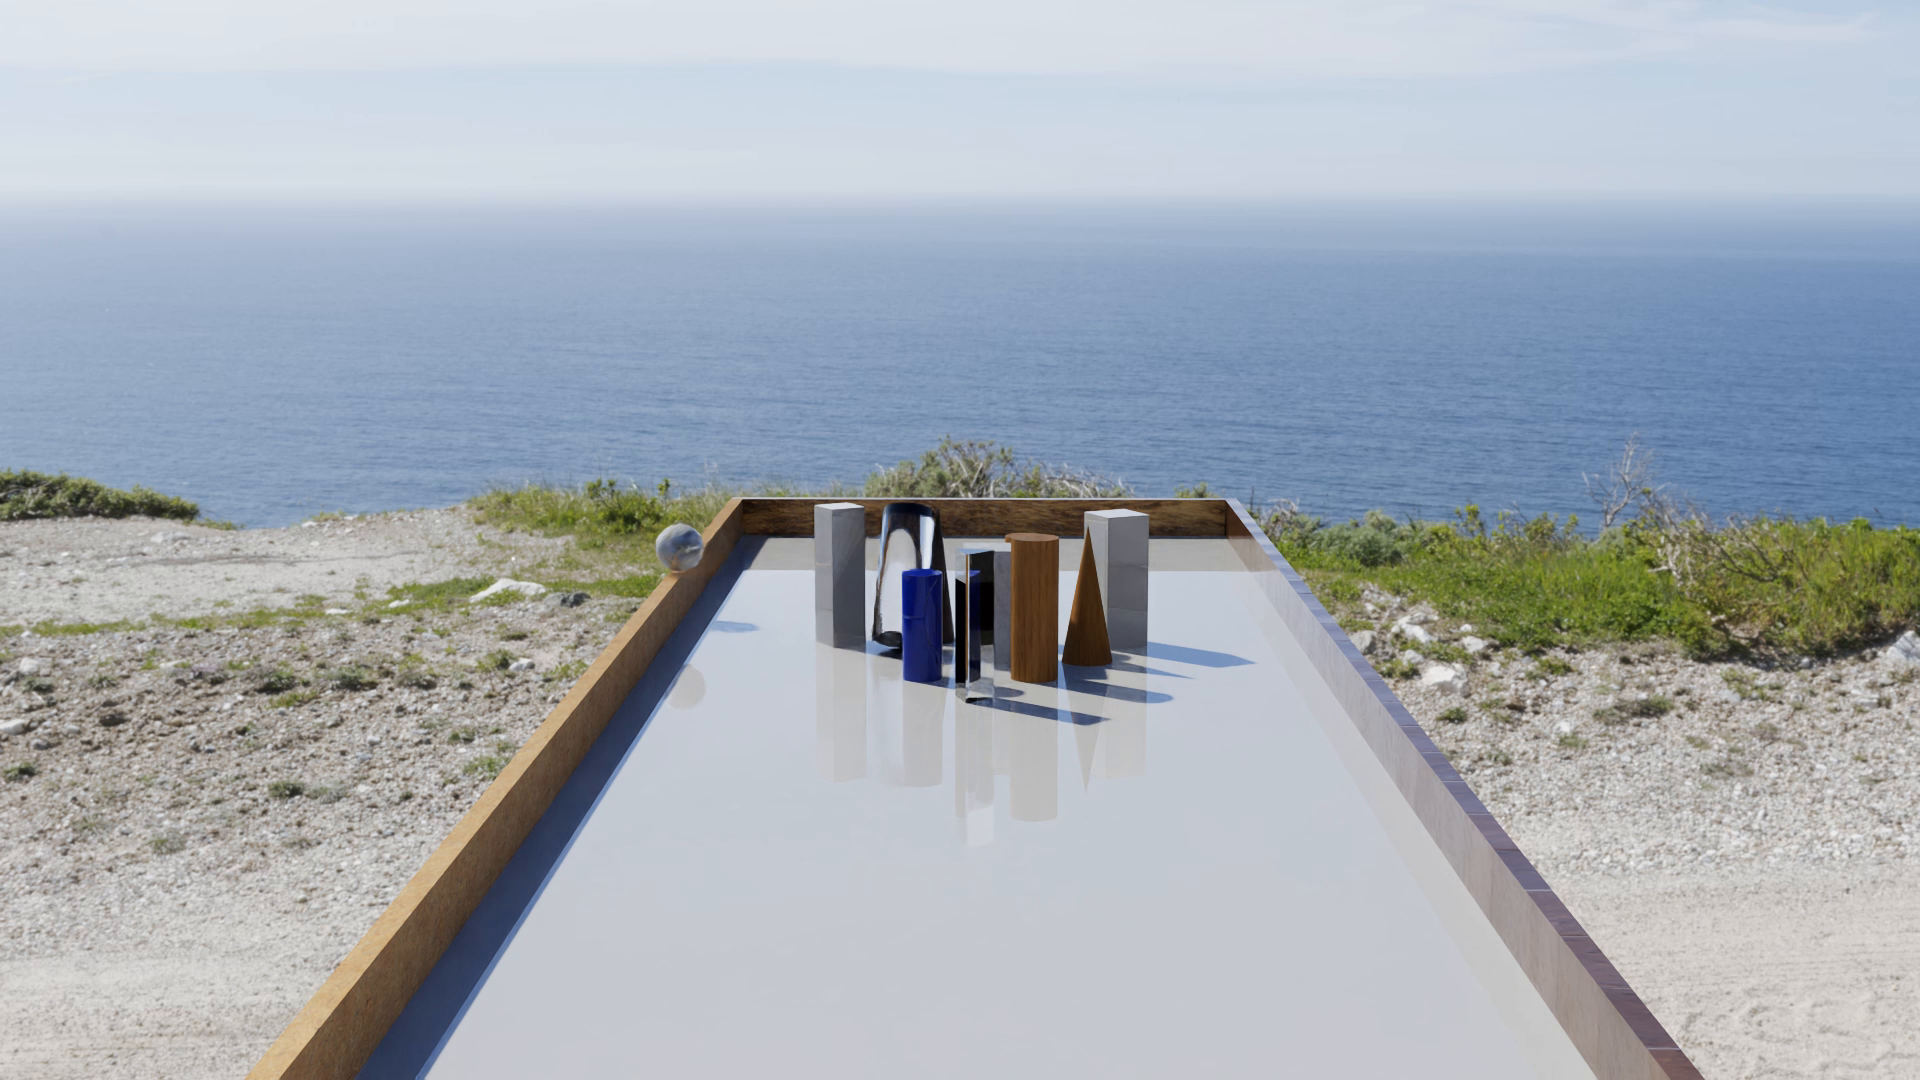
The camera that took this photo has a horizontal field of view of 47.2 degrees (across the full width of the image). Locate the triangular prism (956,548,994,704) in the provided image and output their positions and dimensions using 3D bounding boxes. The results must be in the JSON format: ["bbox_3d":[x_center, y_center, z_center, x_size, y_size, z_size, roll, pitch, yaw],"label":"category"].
[{"bbox_3d":[0.023,0.237,6.171,0.095,0.421,0.110,9,12,43],"label":"triangular prism"}]

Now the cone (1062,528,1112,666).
[{"bbox_3d":[0.386,0.160,6.655,0.155,0.422,0.155,0,9,0],"label":"cone"}]

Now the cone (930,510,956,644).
[{"bbox_3d":[-0.074,0.103,6.961,0.129,0.434,0.129,2,8,0],"label":"cone"}]

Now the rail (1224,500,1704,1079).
[{"bbox_3d":[1.046,0.843,3.208,0.050,0.150,12.000,0,9,1],"label":"rail"}]

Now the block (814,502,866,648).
[{"bbox_3d":[-0.378,0.109,6.929,0.117,0.436,0.117,-6,11,-31],"label":"block"}]

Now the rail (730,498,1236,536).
[{"bbox_3d":[0.099,-0.098,9.147,2.100,0.150,0.050,0,9,1],"label":"rail"}]

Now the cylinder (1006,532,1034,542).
[{"bbox_3d":[0.204,0.157,6.918,0.125,0.345,0.125,0,9,0],"label":"cylinder"}]

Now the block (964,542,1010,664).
[{"bbox_3d":[0.092,0.192,6.697,0.164,0.345,0.164,0,9,0],"label":"block"}]

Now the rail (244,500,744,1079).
[{"bbox_3d":[-1.004,0.839,3.234,0.050,0.150,12.000,0,9,1],"label":"rail"}]

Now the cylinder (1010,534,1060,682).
[{"bbox_3d":[0.218,0.198,6.426,0.140,0.417,0.140,0,9,0],"label":"cylinder"}]

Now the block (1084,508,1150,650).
[{"bbox_3d":[0.490,0.122,6.909,0.147,0.416,0.147,-4,10,-26],"label":"block"}]

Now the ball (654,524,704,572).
[{"bbox_3d":[-0.935,0.026,7.324,0.161,0.161,0.161,0,9,0],"label":"ball"}]

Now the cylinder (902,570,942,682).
[{"bbox_3d":[-0.111,0.250,6.430,0.118,0.314,0.118,0,9,0],"label":"cylinder"}]

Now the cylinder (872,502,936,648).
[{"bbox_3d":[-0.176,0.110,6.877,0.165,0.424,0.165,4,-20,1],"label":"cylinder"}]
